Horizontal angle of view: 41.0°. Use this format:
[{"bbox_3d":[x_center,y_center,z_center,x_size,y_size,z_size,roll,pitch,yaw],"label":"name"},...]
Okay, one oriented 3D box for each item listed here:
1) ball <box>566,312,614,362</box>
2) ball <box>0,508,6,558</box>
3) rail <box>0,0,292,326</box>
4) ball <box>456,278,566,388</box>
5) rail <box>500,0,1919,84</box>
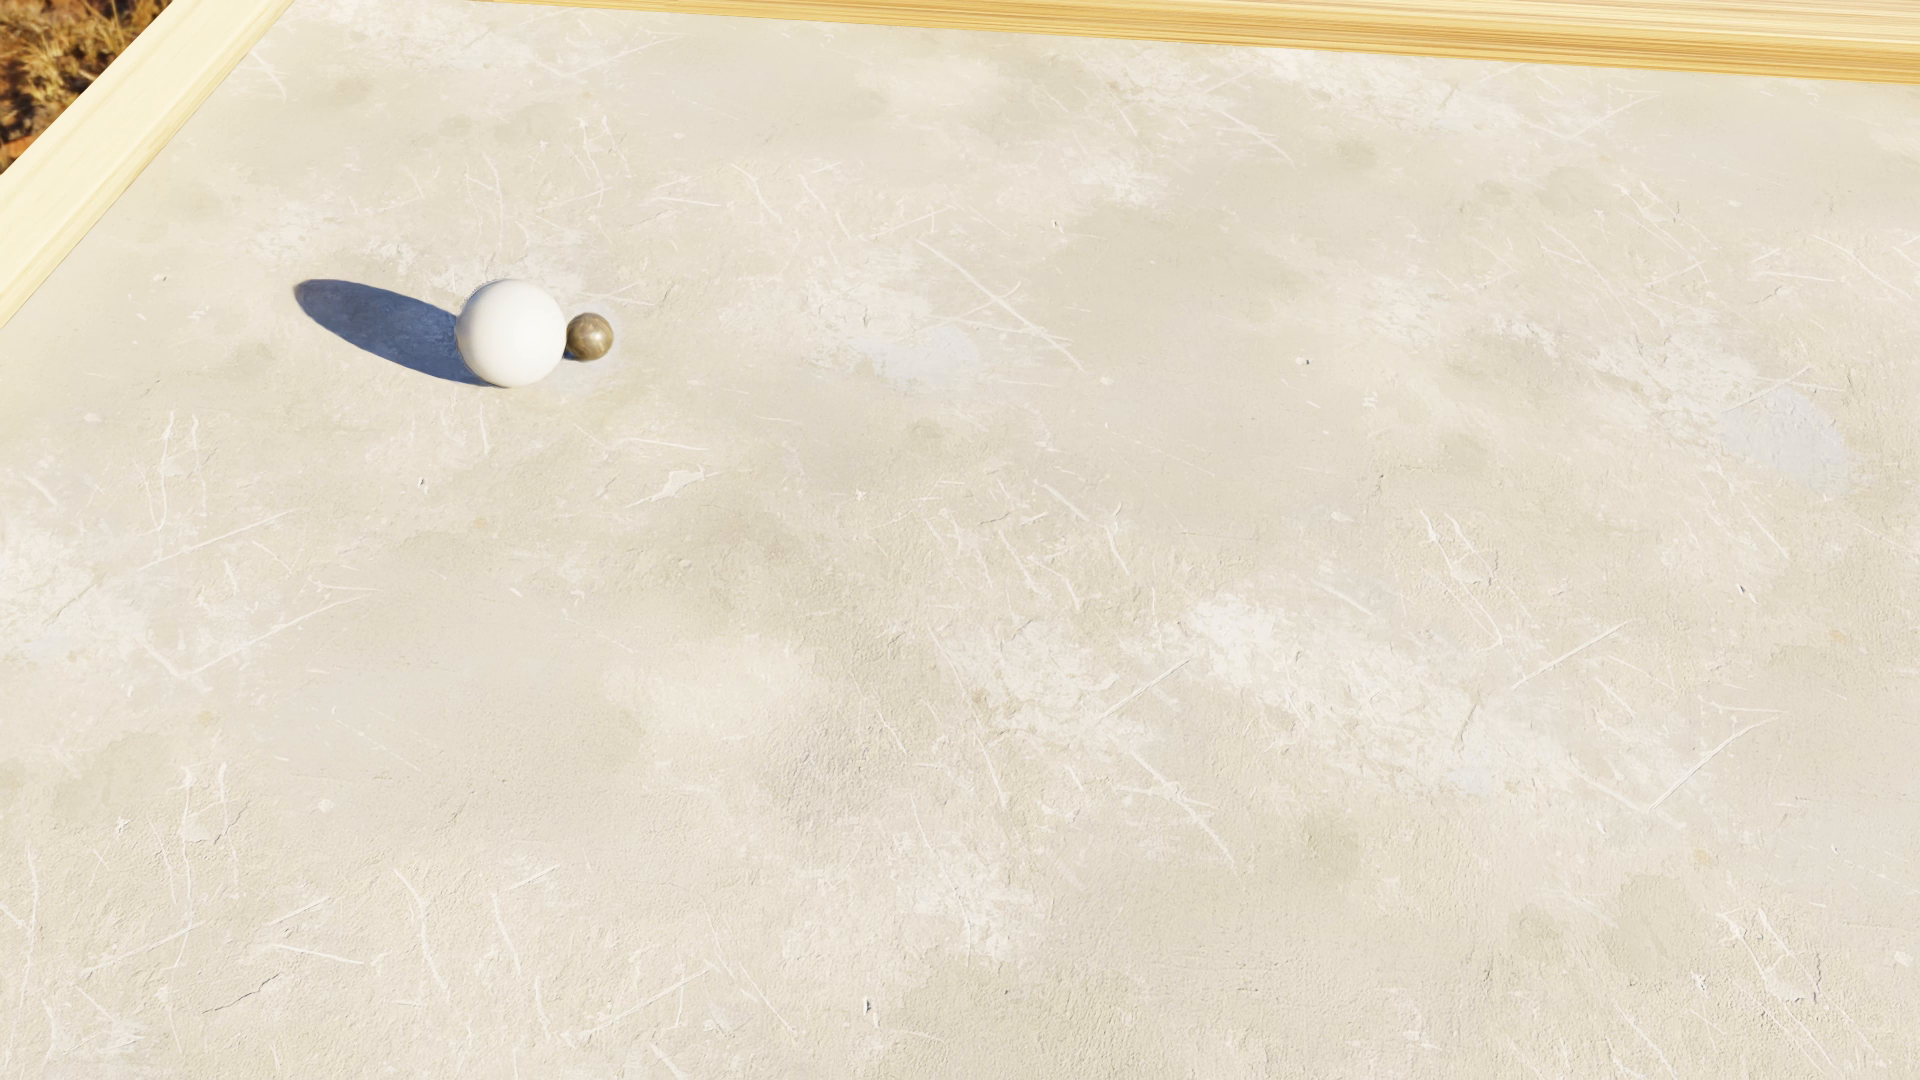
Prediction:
[{"bbox_3d":[-0.309,-0.169,2.135,0.041,0.041,0.041,0,35,0],"label":"ball"},{"bbox_3d":[-0.737,-0.005,1.860,0.087,0.087,0.087,0,35,0],"label":"ball"},{"bbox_3d":[-0.830,-0.091,1.956,0.045,0.115,1.951,5,35,7],"label":"rail"},{"bbox_3d":[-0.365,-0.169,2.092,0.089,0.089,0.089,0,35,0],"label":"ball"},{"bbox_3d":[0.989,-0.492,2.531,3.449,0.115,0.045,5,35,7],"label":"rail"}]
